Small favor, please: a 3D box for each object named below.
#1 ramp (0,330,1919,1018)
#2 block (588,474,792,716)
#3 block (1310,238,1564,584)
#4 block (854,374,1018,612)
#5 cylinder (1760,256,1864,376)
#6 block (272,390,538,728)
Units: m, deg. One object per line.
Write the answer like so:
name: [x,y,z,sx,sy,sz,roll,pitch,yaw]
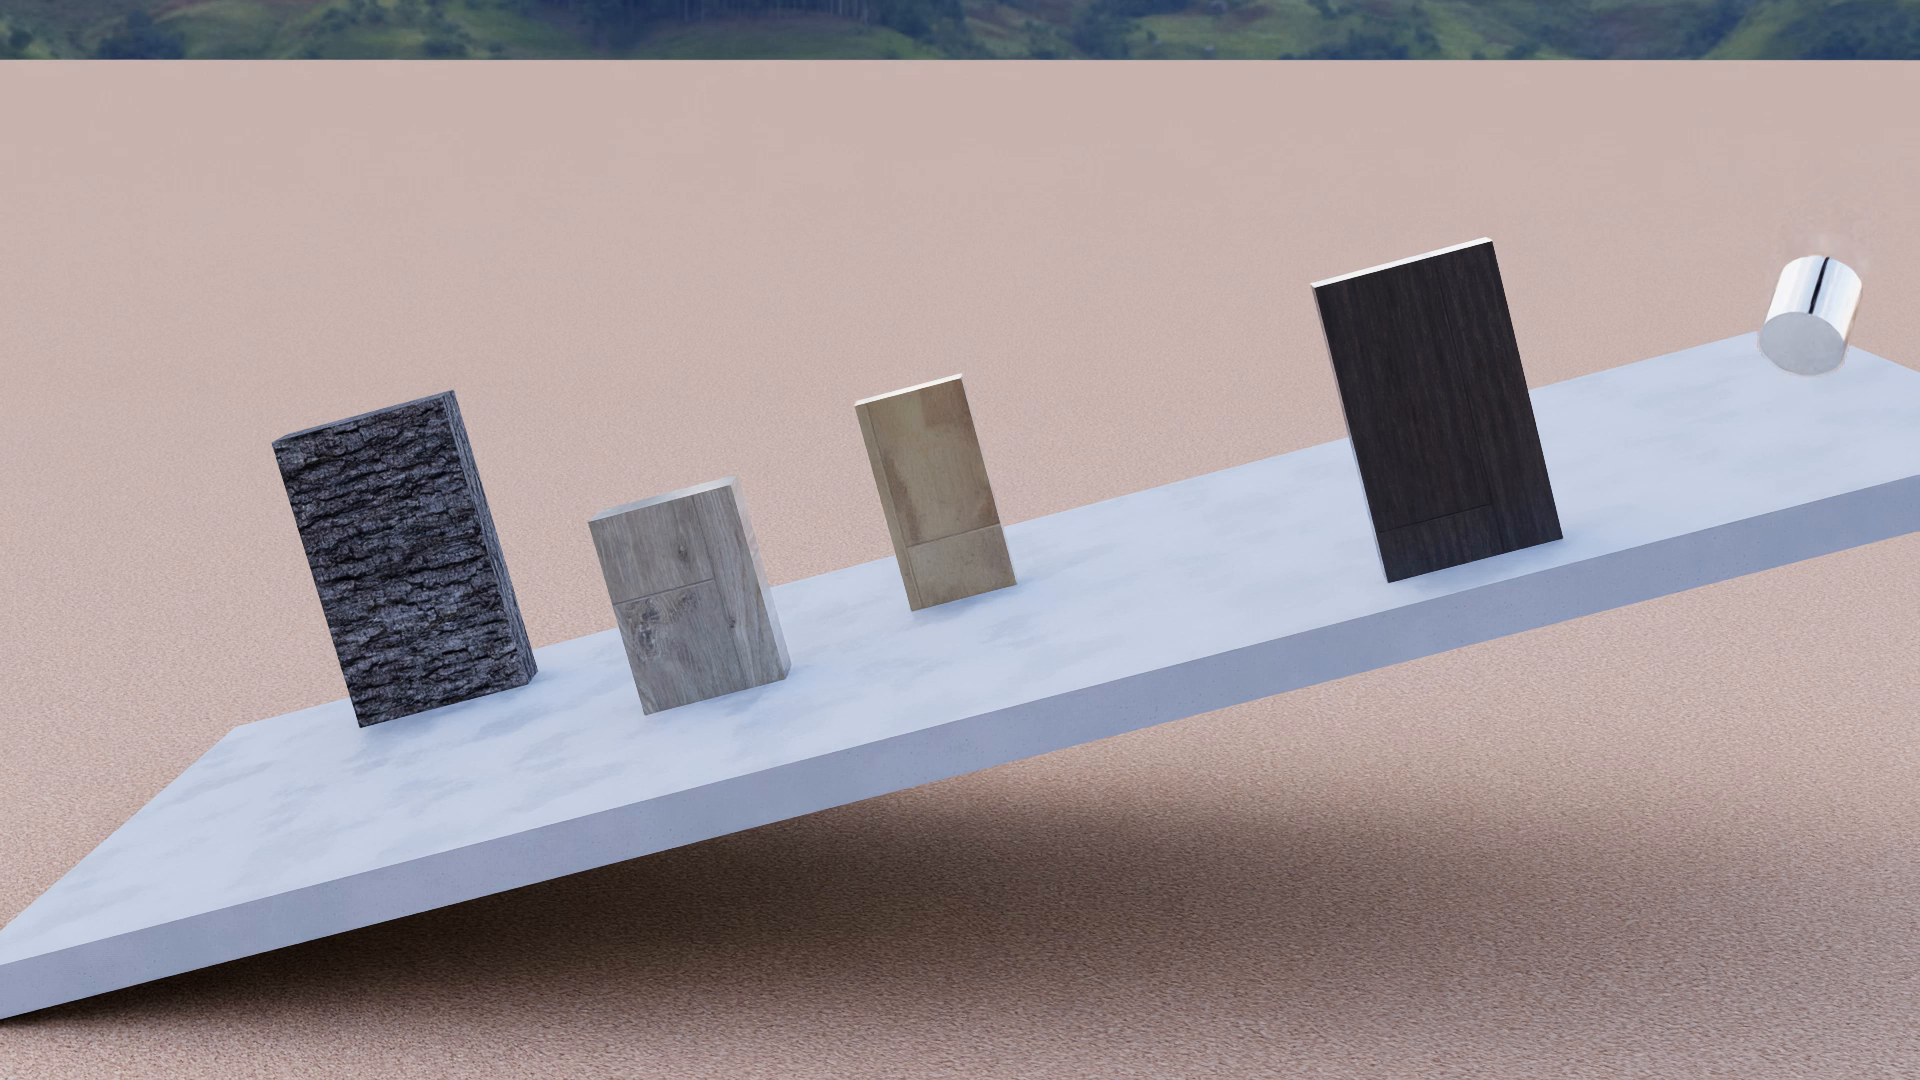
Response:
ramp: [0.079,0.191,6.330,4.000,0.100,2.000,-15,9,4]
block: [-0.566,0.115,6.192,0.309,0.425,0.141,-15,9,4]
block: [0.889,-0.241,5.483,0.334,0.572,0.085,-15,9,4]
block: [-0.051,-0.105,6.509,0.242,0.475,0.086,-15,9,4]
cylinder: [1.768,-0.465,6.109,0.175,0.175,0.175,6,48,29]
block: [-1.306,0.044,6.946,0.415,0.704,0.148,-15,9,4]
